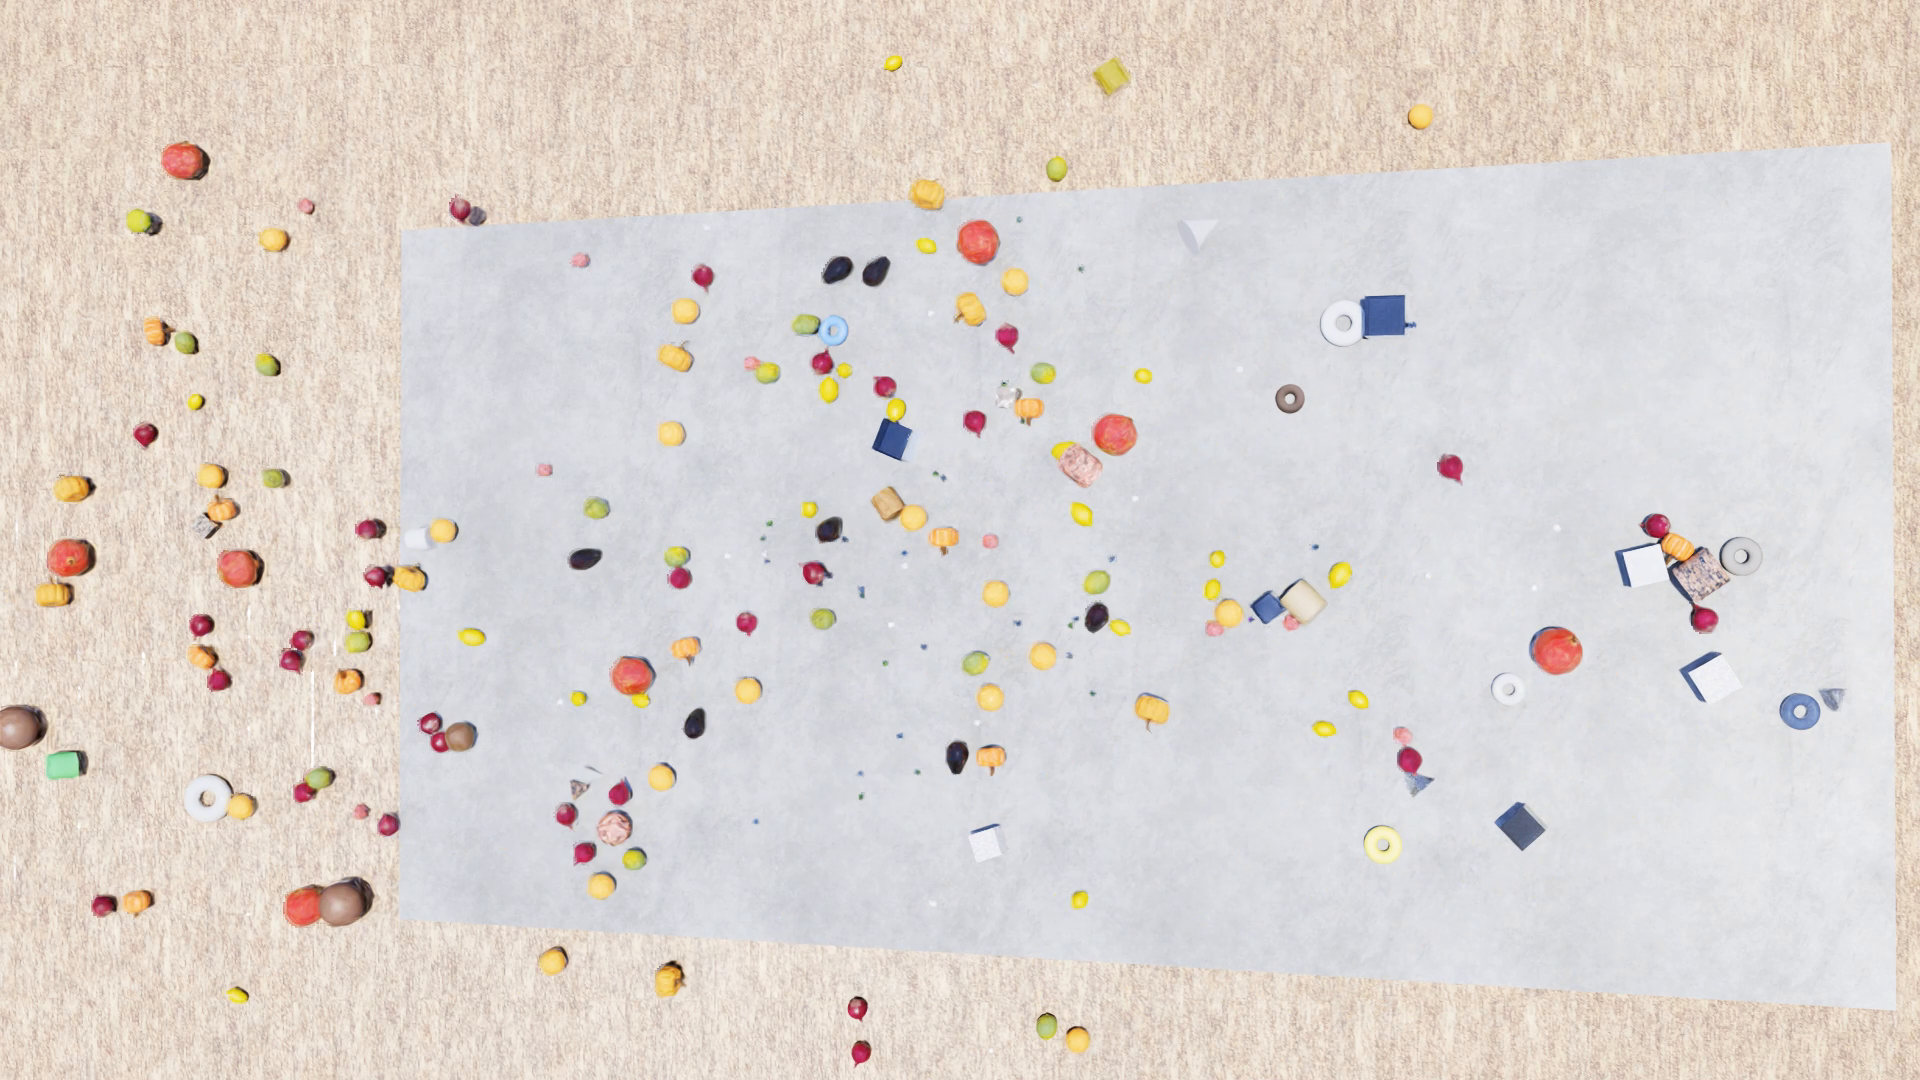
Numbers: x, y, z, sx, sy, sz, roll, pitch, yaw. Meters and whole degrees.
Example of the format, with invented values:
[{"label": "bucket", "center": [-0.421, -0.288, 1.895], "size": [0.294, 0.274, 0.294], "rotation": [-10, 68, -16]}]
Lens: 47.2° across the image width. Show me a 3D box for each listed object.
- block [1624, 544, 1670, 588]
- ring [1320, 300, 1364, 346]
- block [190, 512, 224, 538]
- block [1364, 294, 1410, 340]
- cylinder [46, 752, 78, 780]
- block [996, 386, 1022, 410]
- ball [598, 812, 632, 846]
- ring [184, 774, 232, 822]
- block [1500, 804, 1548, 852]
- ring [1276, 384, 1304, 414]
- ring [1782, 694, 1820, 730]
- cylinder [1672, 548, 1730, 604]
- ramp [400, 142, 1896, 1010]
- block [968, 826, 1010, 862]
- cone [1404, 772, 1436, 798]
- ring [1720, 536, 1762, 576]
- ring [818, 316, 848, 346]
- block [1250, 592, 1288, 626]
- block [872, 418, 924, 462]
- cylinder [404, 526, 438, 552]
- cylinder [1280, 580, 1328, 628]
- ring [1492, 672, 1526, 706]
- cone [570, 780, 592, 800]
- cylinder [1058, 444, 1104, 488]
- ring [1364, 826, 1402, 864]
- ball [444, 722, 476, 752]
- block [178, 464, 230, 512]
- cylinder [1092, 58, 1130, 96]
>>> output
[{"label": "block", "center": [1.625, 0.062, 5.205], "size": [0.085, 0.085, 0.085], "rotation": [-15, 84, 18]}, {"label": "ring", "center": [0.955, -0.539, 5.472], "size": [0.117, 0.039, 0.117], "rotation": [0, 91, 19]}, {"label": "block", "center": [-2.210, -0.043, 6.452], "size": [0.055, 0.055, 0.055], "rotation": [44, 94, 1]}, {"label": "block", "center": [1.052, -0.547, 5.406], "size": [0.098, 0.098, 0.098], "rotation": [0, 89, 19]}, {"label": "cylinder", "center": [-2.621, 0.659, 6.420], "size": [0.077, 0.077, 0.077], "rotation": [-4, 89, -31]}, {"label": "block", "center": [0.127, -0.371, 5.751], "size": [0.053, 0.053, 0.053], "rotation": [6, 91, 19]}, {"label": "ball", "center": [-0.958, 0.800, 6.093], "size": [0.093, 0.093, 0.093], "rotation": [0, 89, 0]}, {"label": "ring", "center": [-2.205, 0.758, 6.448], "size": [0.140, 0.047, 0.140], "rotation": [0, 88, 0]}, {"label": "block", "center": [1.358, 0.692, 5.294], "size": [0.076, 0.076, 0.076], "rotation": [-46, 76, 13]}, {"label": "ring", "center": [0.829, -0.355, 5.521], "size": [0.075, 0.025, 0.075], "rotation": [0, 89, 21]}, {"label": "ring", "center": [1.956, 0.400, 5.114], "size": [0.087, 0.029, 0.087], "rotation": [0, 91, 19]}, {"label": "cylinder", "center": [1.739, 0.083, 5.159], "size": [0.096, 0.096, 0.096], "rotation": [-37, 89, 15]}, {"label": "ramp", "center": [0.279, 0.091, 5.773], "size": [4.000, 0.100, 2.000], "rotation": [0, 89, 19]}, {"label": "block", "center": [0.077, 0.793, 5.743], "size": [0.072, 0.072, 0.072], "rotation": [-21, 83, 18]}, {"label": "cone", "center": [1.137, 0.593, 5.397], "size": [0.067, 0.067, 0.067], "rotation": [-13, 89, -8]}, {"label": "ring", "center": [1.835, 0.039, 5.161], "size": [0.093, 0.031, 0.093], "rotation": [0, 89, 18]}, {"label": "ring", "center": [-0.342, -0.564, 5.931], "size": [0.084, 0.028, 0.084], "rotation": [-1, 88, 19]}, {"label": "block", "center": [0.775, 0.172, 5.513], "size": [0.061, 0.061, 0.061], "rotation": [-38, 78, 15]}, {"label": "block", "center": [-0.165, -0.264, 5.833], "size": [0.089, 0.089, 0.089], "rotation": [24, 97, 18]}, {"label": "cylinder", "center": [-1.550, -0.003, 6.326], "size": [0.066, 0.066, 0.066], "rotation": [-5, 89, 19]}, {"label": "cylinder", "center": [0.856, 0.157, 5.472], "size": [0.085, 0.085, 0.085], "rotation": [-44, 76, -1]}, {"label": "ring", "center": [1.332, 0.362, 5.334], "size": [0.081, 0.027, 0.081], "rotation": [0, 90, 20]}, {"label": "cone", "center": [-1.059, 0.696, 6.165], "size": [0.060, 0.060, 0.060], "rotation": [-11, 89, -8]}, {"label": "cylinder", "center": [0.310, -0.191, 5.651], "size": [0.083, 0.083, 0.083], "rotation": [37, 89, -26]}, {"label": "ring", "center": [1.044, 0.753, 5.427], "size": [0.094, 0.031, 0.094], "rotation": [0, 91, 20]}, {"label": "ball", "center": [-1.425, 0.561, 6.263], "size": [0.086, 0.086, 0.086], "rotation": [0, 89, 0]}, {"label": "block", "center": [-2.211, -0.153, 6.439], "size": [0.087, 0.087, 0.087], "rotation": [26, 83, 40]}, {"label": "cylinder", "center": [0.445, -1.358, 6.460], "size": [0.079, 0.079, 0.079], "rotation": [-35, 89, 0]}]
